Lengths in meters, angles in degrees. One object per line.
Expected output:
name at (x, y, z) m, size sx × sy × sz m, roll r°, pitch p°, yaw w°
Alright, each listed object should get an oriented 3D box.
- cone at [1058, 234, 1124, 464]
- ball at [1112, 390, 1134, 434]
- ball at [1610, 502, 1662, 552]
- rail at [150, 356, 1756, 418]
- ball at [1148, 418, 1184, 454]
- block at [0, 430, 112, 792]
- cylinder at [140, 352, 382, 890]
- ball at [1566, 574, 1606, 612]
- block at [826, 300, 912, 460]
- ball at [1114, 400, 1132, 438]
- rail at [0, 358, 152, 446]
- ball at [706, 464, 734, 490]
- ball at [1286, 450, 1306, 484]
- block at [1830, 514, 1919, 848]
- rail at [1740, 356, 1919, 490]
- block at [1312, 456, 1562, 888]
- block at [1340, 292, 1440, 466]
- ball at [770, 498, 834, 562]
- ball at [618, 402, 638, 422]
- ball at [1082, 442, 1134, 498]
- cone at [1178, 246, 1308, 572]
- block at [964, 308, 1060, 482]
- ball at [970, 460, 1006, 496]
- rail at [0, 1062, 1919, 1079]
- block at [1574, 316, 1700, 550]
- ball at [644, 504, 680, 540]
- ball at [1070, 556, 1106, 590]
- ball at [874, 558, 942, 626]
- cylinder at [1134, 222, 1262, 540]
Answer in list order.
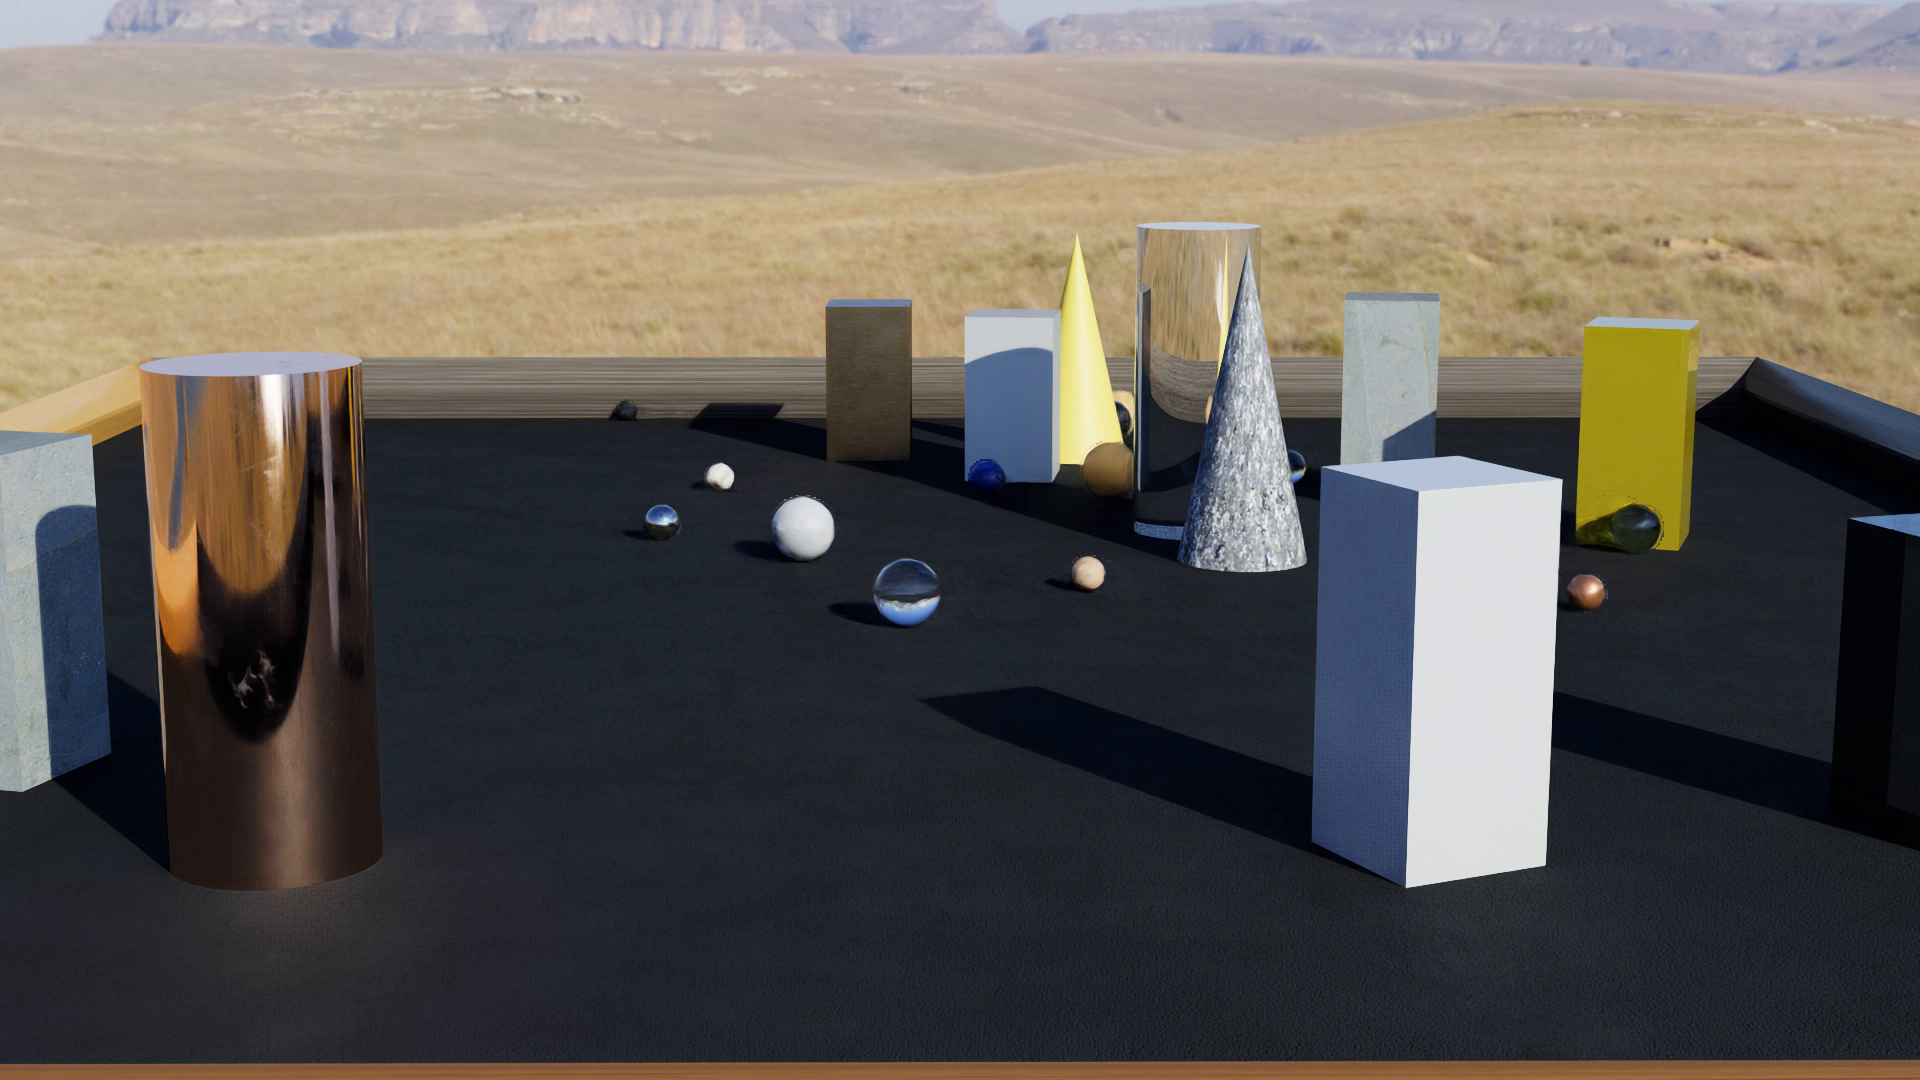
cone at (0.216, -0.363, 4.781) m, size 0.193 × 0.417 × 0.193 m, roll 0°, pitch 11°, yaw 0°
ball at (0.315, -0.250, 5.072) m, size 0.090 × 0.090 × 0.090 m, roll 0°, pitch 11°, yaw 0°
ball at (1.018, -0.019, 3.864) m, size 0.076 × 0.076 × 0.076 m, roll 0°, pitch 11°, yaw 0°
rail at (-0.011, -0.312, 5.303) m, size 3.332 × 0.125 × 0.045 m, roll 0°, pitch 11°, yaw 0°
ball at (0.388, -0.198, 4.846) m, size 0.069 × 0.069 × 0.069 m, roll 0°, pitch 11°, yaw 0°
block at (-1.003, 0.068, 2.661) m, size 0.154 × 0.344 × 0.154 m, roll 3°, pitch 11°, yaw 16°
cylinder at (-0.634, 0.069, 2.340) m, size 0.193 × 0.461 × 0.193 m, roll 0°, pitch 11°, yaw 0°
ball at (0.842, 0.071, 3.451) m, size 0.051 × 0.051 × 0.051 m, roll 0°, pitch 11°, yaw 0°
block at (-0.169, -0.302, 4.813) m, size 0.154 × 0.286 × 0.154 m, roll 0°, pitch 11°, yaw 1°
ball at (0.292, -0.231, 4.990) m, size 0.082 × 0.082 × 0.082 m, roll 0°, pitch 11°, yaw 0°
rail at (-1.642, 0.034, 3.440) m, size 0.045 × 0.125 × 3.819 m, roll 0°, pitch 11°, yaw 0°
ball at (-0.413, -0.109, 4.424) m, size 0.048 × 0.048 × 0.048 m, roll 0°, pitch 11°, yaw 0°
ball at (0.576, -0.128, 4.496) m, size 0.060 × 0.060 × 0.060 m, roll 0°, pitch 11°, yaw 0°
block at (0.956, 0.132, 2.460) m, size 0.154 × 0.293 × 0.154 m, roll -4°, pitch 11°, yaw -18°
rail at (1.642, 0.031, 3.458) m, size 0.045 × 0.125 × 3.819 m, roll 0°, pitch 11°, yaw 0°
block at (0.436, 0.116, 2.364) m, size 0.154 × 0.360 × 0.154 m, roll -5°, pitch 12°, yaw -25°
block at (0.724, -0.239, 4.325) m, size 0.154 × 0.341 × 0.154 m, roll 2°, pitch 11°, yaw 9°
ball at (-0.233, -0.016, 3.798) m, size 0.095 × 0.095 × 0.095 m, roll 0°, pitch 11°, yaw 0°
ball at (-0.685, -0.265, 5.289) m, size 0.040 × 0.040 × 0.040 m, roll 0°, pitch 11°, yaw 0°
ball at (0.255, -0.118, 4.342) m, size 0.096 × 0.096 × 0.096 m, roll 0°, pitch 11°, yaw 0°
cone at (0.419, -0.202, 3.774) m, size 0.193 × 0.469 × 0.193 m, roll 0°, pitch 11°, yaw 0°
block at (0.095, -0.259, 4.572) m, size 0.154 × 0.290 × 0.154 m, roll 1°, pitch 11°, yaw 7°
ball at (0.048, -0.106, 4.376) m, size 0.060 × 0.060 × 0.060 m, roll 0°, pitch 11°, yaw 0°
rail at (0.011, 0.377, 1.595) m, size 3.332 × 0.125 × 0.045 m, roll 0°, pitch 11°, yaw 0°
block at (1.044, -0.167, 3.952) m, size 0.154 × 0.335 × 0.154 m, roll 4°, pitch 11°, yaw 21°
ball at (-0.460, -0.027, 3.962) m, size 0.056 × 0.056 × 0.056 m, roll 0°, pitch 11°, yaw 0°
ball at (0.179, 0.047, 3.586) m, size 0.048 × 0.048 × 0.048 m, roll 0°, pitch 11°, yaw 0°
ball at (-0.069, 0.069, 3.359) m, size 0.089 × 0.089 × 0.089 m, roll 0°, pitch 11°, yaw 0°
cylinder at (0.370, -0.252, 4.017) m, size 0.193 × 0.478 × 0.193 m, roll 0°, pitch 11°, yaw 0°
